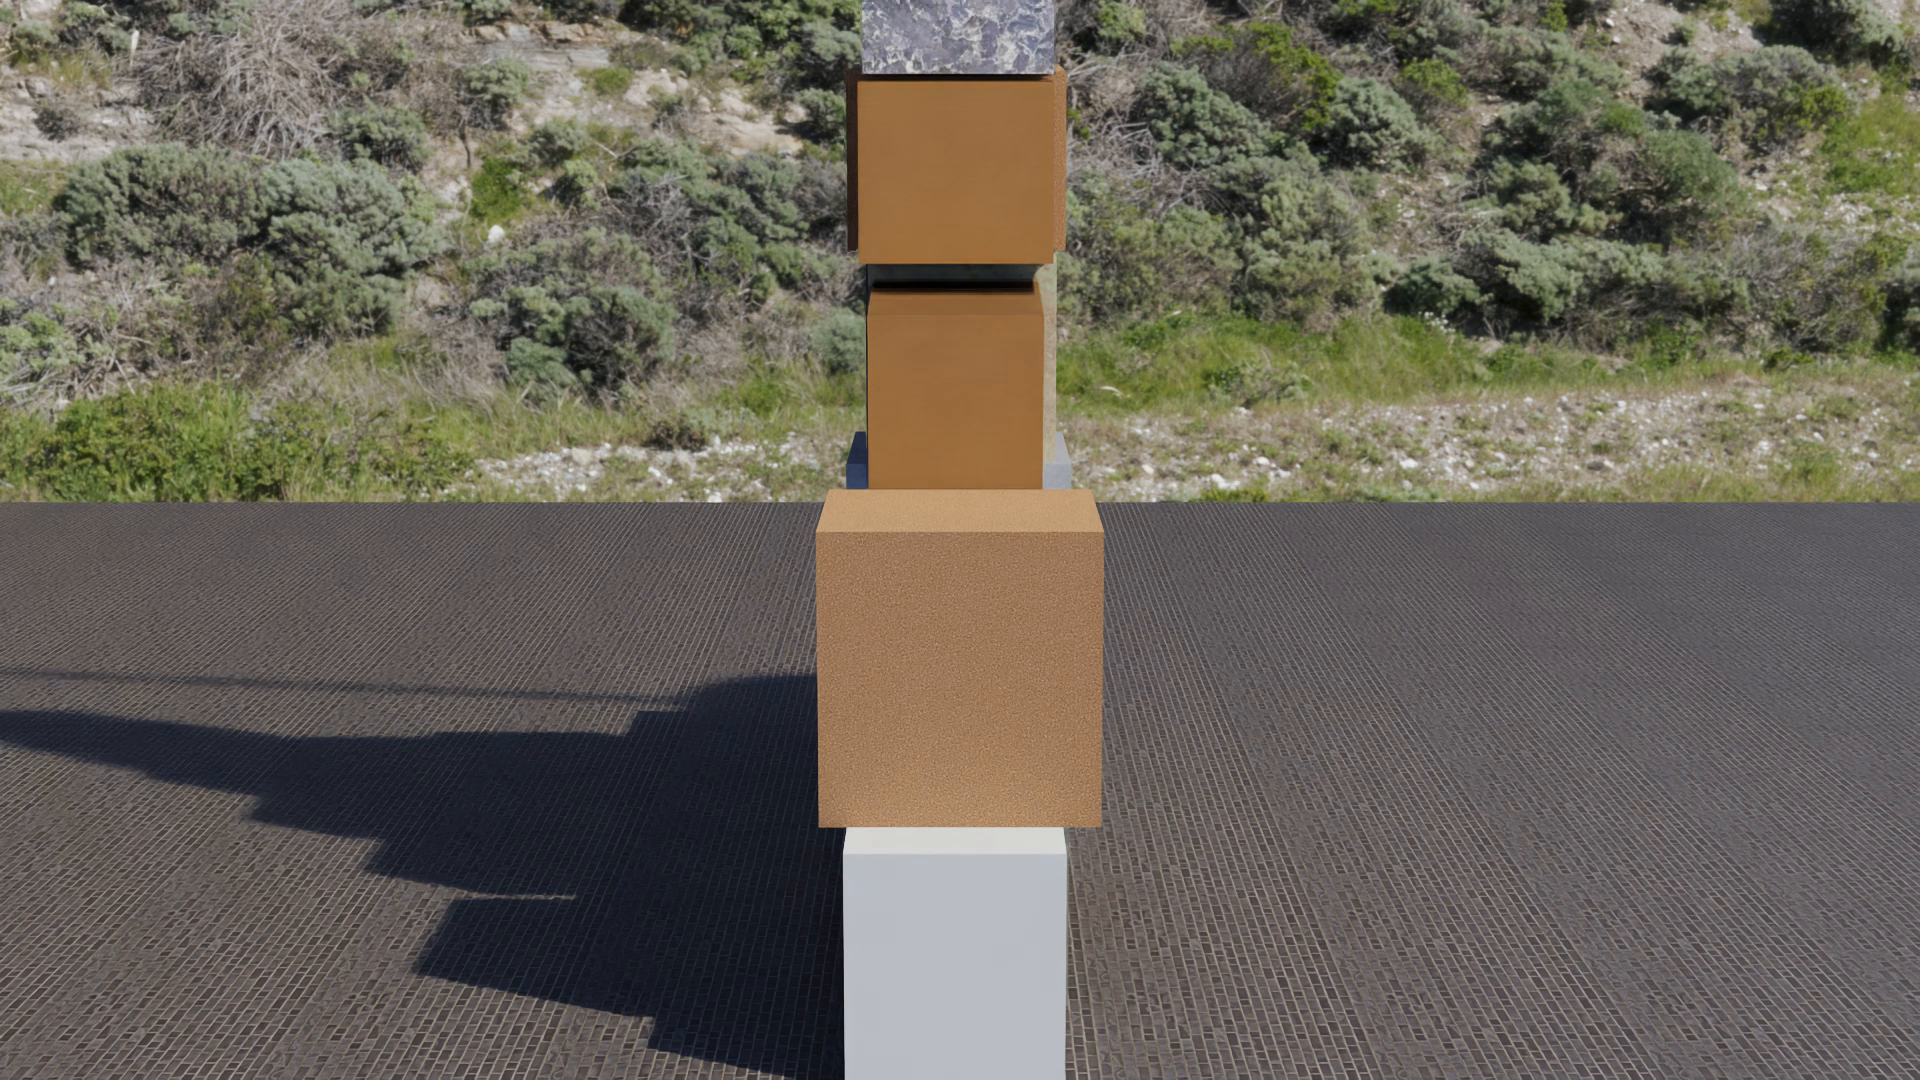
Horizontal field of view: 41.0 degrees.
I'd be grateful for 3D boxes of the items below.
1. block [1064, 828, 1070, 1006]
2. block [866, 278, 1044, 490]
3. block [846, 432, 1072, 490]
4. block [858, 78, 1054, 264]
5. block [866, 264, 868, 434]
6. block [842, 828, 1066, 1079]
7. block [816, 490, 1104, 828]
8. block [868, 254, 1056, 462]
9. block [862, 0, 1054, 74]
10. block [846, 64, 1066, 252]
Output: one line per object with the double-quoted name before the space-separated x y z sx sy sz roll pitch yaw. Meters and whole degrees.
"block" 0.001 1.299 10.087 0.821 0.835 0.775 0 10 0
"block" -0.017 -0.591 10.215 0.672 0.768 0.784 0 16 0
"block" -0.005 0.092 11.224 0.934 1.007 0.988 0 10 0
"block" -0.016 -1.511 10.458 0.774 0.716 0.655 0 11 0
"block" 0.001 -0.964 11.863 0.841 0.871 0.764 0 8 0
"block" -0.018 1.431 9.303 0.771 0.855 0.794 0 10 0
"block" 0.000 0.415 9.506 1.007 1.071 0.924 0 10 0
"block" 0.010 -0.820 11.041 0.777 0.853 0.844 0 10 0
"block" -0.007 -2.361 10.747 0.778 0.776 0.790 0 12 0
"block" -0.015 -1.687 11.236 0.924 0.751 0.862 0 12 0
